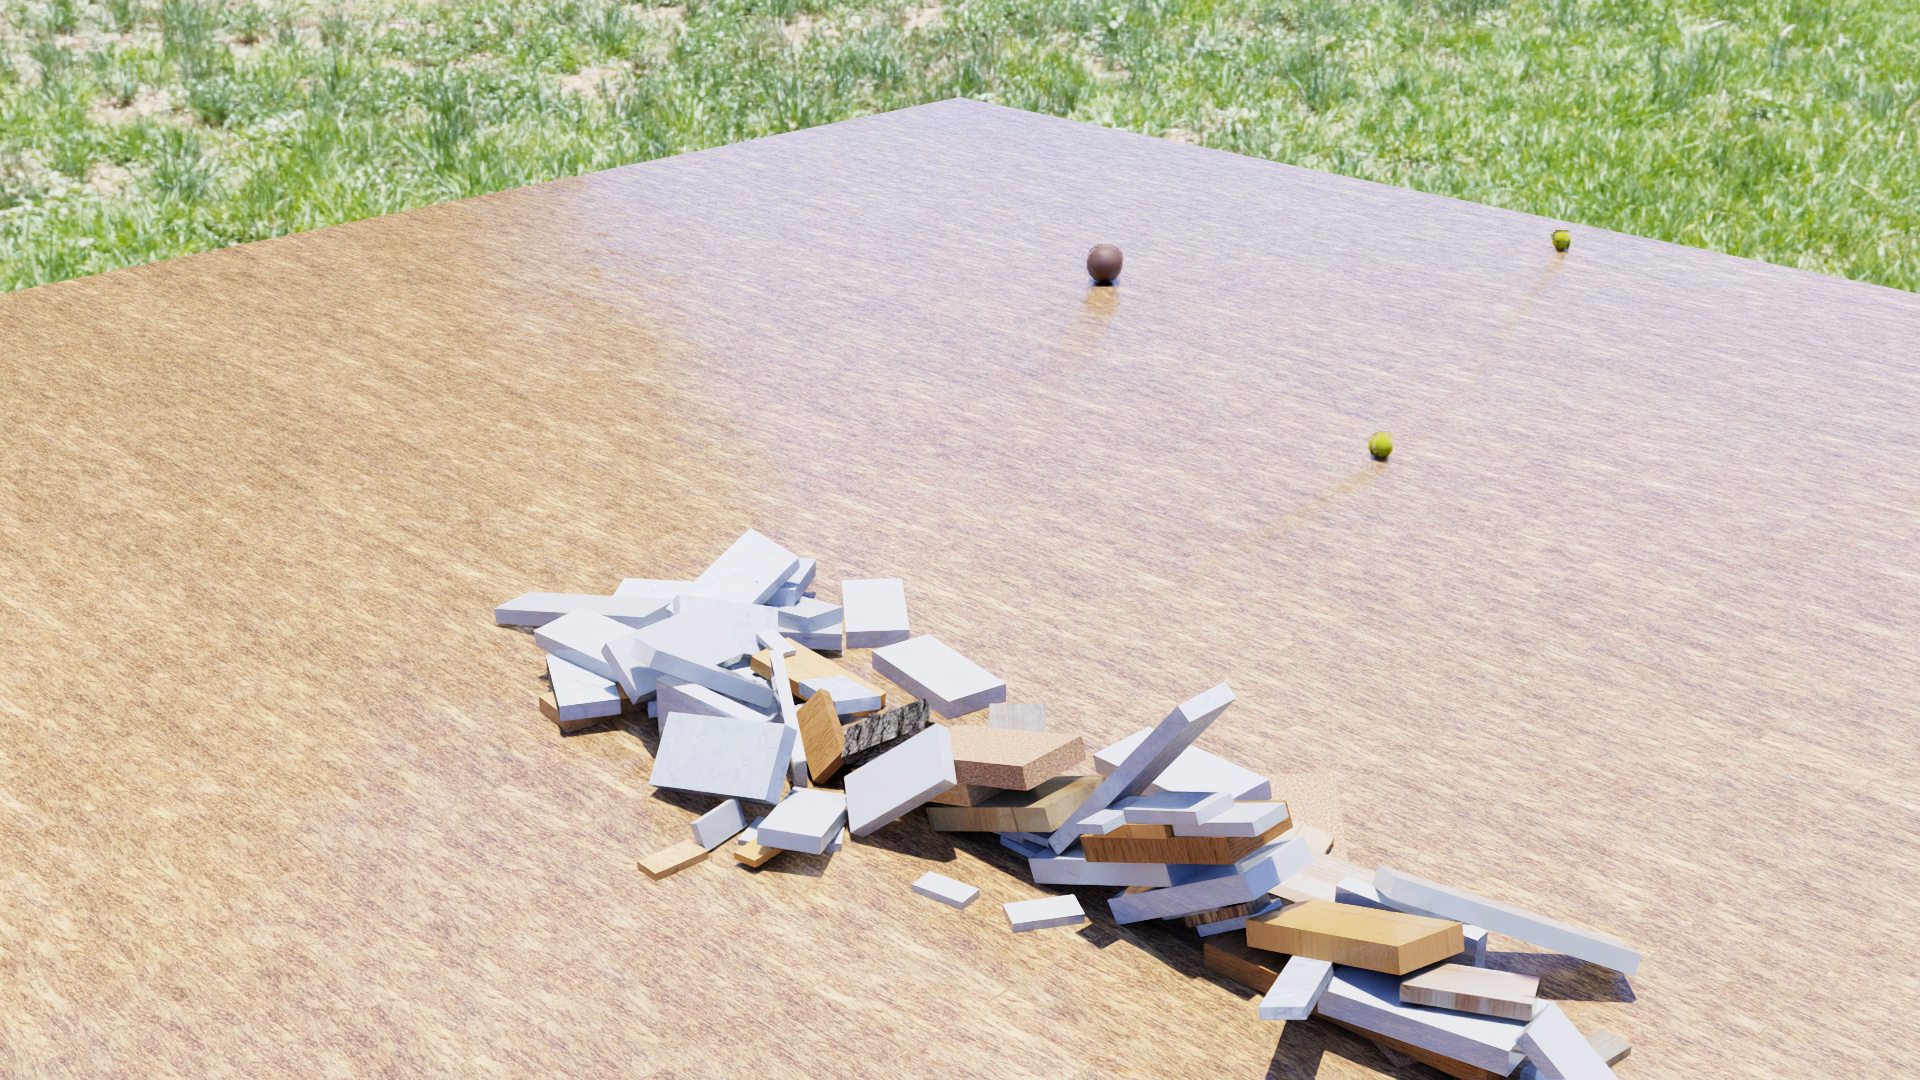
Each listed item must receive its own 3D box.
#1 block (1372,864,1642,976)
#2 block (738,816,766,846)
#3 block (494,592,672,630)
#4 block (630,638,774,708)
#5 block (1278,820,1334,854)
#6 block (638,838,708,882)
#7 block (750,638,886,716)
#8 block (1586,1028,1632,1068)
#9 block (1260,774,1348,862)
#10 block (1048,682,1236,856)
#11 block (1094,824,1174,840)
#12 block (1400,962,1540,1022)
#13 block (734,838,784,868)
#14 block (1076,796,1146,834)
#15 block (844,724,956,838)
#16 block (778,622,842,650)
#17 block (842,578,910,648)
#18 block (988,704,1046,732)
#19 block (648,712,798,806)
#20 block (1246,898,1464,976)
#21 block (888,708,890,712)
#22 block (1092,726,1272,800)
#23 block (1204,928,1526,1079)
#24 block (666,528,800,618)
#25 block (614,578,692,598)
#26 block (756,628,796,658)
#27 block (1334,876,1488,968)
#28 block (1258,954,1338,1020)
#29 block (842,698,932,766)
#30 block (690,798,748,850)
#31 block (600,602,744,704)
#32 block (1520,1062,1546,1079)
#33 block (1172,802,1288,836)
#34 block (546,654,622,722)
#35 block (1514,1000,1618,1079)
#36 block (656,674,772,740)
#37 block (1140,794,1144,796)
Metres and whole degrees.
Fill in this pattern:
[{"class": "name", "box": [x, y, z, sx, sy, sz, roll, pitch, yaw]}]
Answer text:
[{"class": "block", "box": [0.965, 0.672, 3.896, 0.453, 0.040, 0.140, 18, 0, -2]}, {"class": "block", "box": [-0.400, 0.582, 4.373, 0.048, 0.014, 0.095, 8, 24, 18]}, {"class": "block", "box": [-0.887, 0.169, 5.209, 0.449, 0.037, 0.131, 2, 18, 30]}, {"class": "block", "box": [-0.555, 0.286, 4.726, 0.286, 0.041, 0.143, 22, -2, -26]}, {"class": "block", "box": [0.640, 0.571, 4.216, 0.139, 0.020, 0.069, 19, 42, 24]}, {"class": "block", "box": [-0.558, 0.622, 4.273, 0.124, 0.018, 0.062, -20, 30, -38]}, {"class": "block", "box": [-0.317, 0.314, 4.909, 0.293, 0.035, 0.123, 27, 33, 29]}, {"class": "block", "box": [1.064, 0.866, 3.697, 0.124, 0.018, 0.062, -17, 28, -35]}, {"class": "block", "box": [0.667, 0.572, 4.266, 0.148, 0.042, 0.297, 1, 37, 2]}, {"class": "block", "box": [0.327, 0.424, 4.026, 0.127, 0.514, 0.036, -21, 69, -39]}, {"class": "block", "box": [0.336, 0.511, 3.990, 0.094, 0.027, 0.187, -22, 9, -40]}, {"class": "block", "box": [0.843, 0.743, 3.638, 0.213, 0.030, 0.107, 5, 15, 20]}, {"class": "block", "box": [-0.380, 0.599, 4.288, 0.058, 0.016, 0.115, 15, 29, 37]}, {"class": "block", "box": [0.285, 0.500, 3.999, 0.139, 0.020, 0.069, -21, 9, -38]}, {"class": "block", "box": [-0.119, 0.474, 4.331, 0.036, 0.254, 0.127, 29, 40, -41]}, {"class": "block", "box": [-0.415, 0.214, 5.154, 0.273, 0.039, 0.136, 2, 14, -6]}, {"class": "block", "box": [-0.205, 0.174, 5.297, 0.149, 0.042, 0.298, -2, 23, -4]}, {"class": "block", "box": [0.123, 0.424, 4.718, 0.123, 0.035, 0.247, 1, 23, 2]}, {"class": "block", "box": [-0.482, 0.441, 4.458, 0.311, 0.156, 0.044, 2, -19, 35]}, {"class": "block", "box": [0.678, 0.681, 3.794, 0.170, 0.048, 0.340, -9, 5, -39]}, {"class": "block", "box": [-0.064, 0.415, 4.668, 0.188, 0.094, 0.027, 15, 67, 32]}, {"class": "block", "box": [0.443, 0.474, 4.420, 0.148, 0.042, 0.385, -23, 23, -27]}, {"class": "block", "box": [0.704, 0.784, 3.810, 0.580, 0.048, 0.170, 17, 28, 41]}, {"class": "block", "box": [-0.527, 0.112, 5.119, 0.149, 0.042, 0.298, 30, 58, 23]}, {"class": "block", "box": [-0.677, 0.146, 5.367, 0.326, 0.039, 0.136, 3, 23, 7]}, {"class": "block", "box": [-0.416, 0.235, 4.972, 0.048, 0.014, 0.095, -13, 36, -35]}, {"class": "block", "box": [0.794, 0.712, 3.903, 0.279, 0.140, 0.040, 18, 29, 36]}, {"class": "block", "box": [0.581, 0.733, 3.697, 0.076, 0.022, 0.412, -5, 4, 20]}, {"class": "block", "box": [-0.151, 0.393, 4.496, 0.188, 0.027, 0.094, -22, 31, 22]}, {"class": "block", "box": [-0.477, 0.563, 4.351, 0.018, 0.062, 0.124, -10, 12, 39]}, {"class": "block", "box": [-0.630, 0.247, 4.832, 0.286, 0.041, 0.143, -22, 70, -38]}, {"class": "block", "box": [0.994, 0.897, 3.625, 0.062, 0.018, 0.124, -20, 30, -39]}, {"class": "block", "box": [0.472, 0.490, 3.853, 0.094, 0.027, 0.187, -22, 9, -42]}, {"class": "block", "box": [-0.835, 0.318, 4.868, 0.131, 0.037, 0.262, -6, 24, -15]}, {"class": "block", "box": [0.994, 0.857, 3.537, 0.213, 0.030, 0.107, 51, 41, 10]}, {"class": "block", "box": [-0.516, 0.402, 4.613, 0.312, 0.156, 0.044, 20, 30, 39]}, {"class": "block", "box": [0.397, 0.526, 4.499, 0.058, 0.016, 0.115, 2, 23, 5]}]
